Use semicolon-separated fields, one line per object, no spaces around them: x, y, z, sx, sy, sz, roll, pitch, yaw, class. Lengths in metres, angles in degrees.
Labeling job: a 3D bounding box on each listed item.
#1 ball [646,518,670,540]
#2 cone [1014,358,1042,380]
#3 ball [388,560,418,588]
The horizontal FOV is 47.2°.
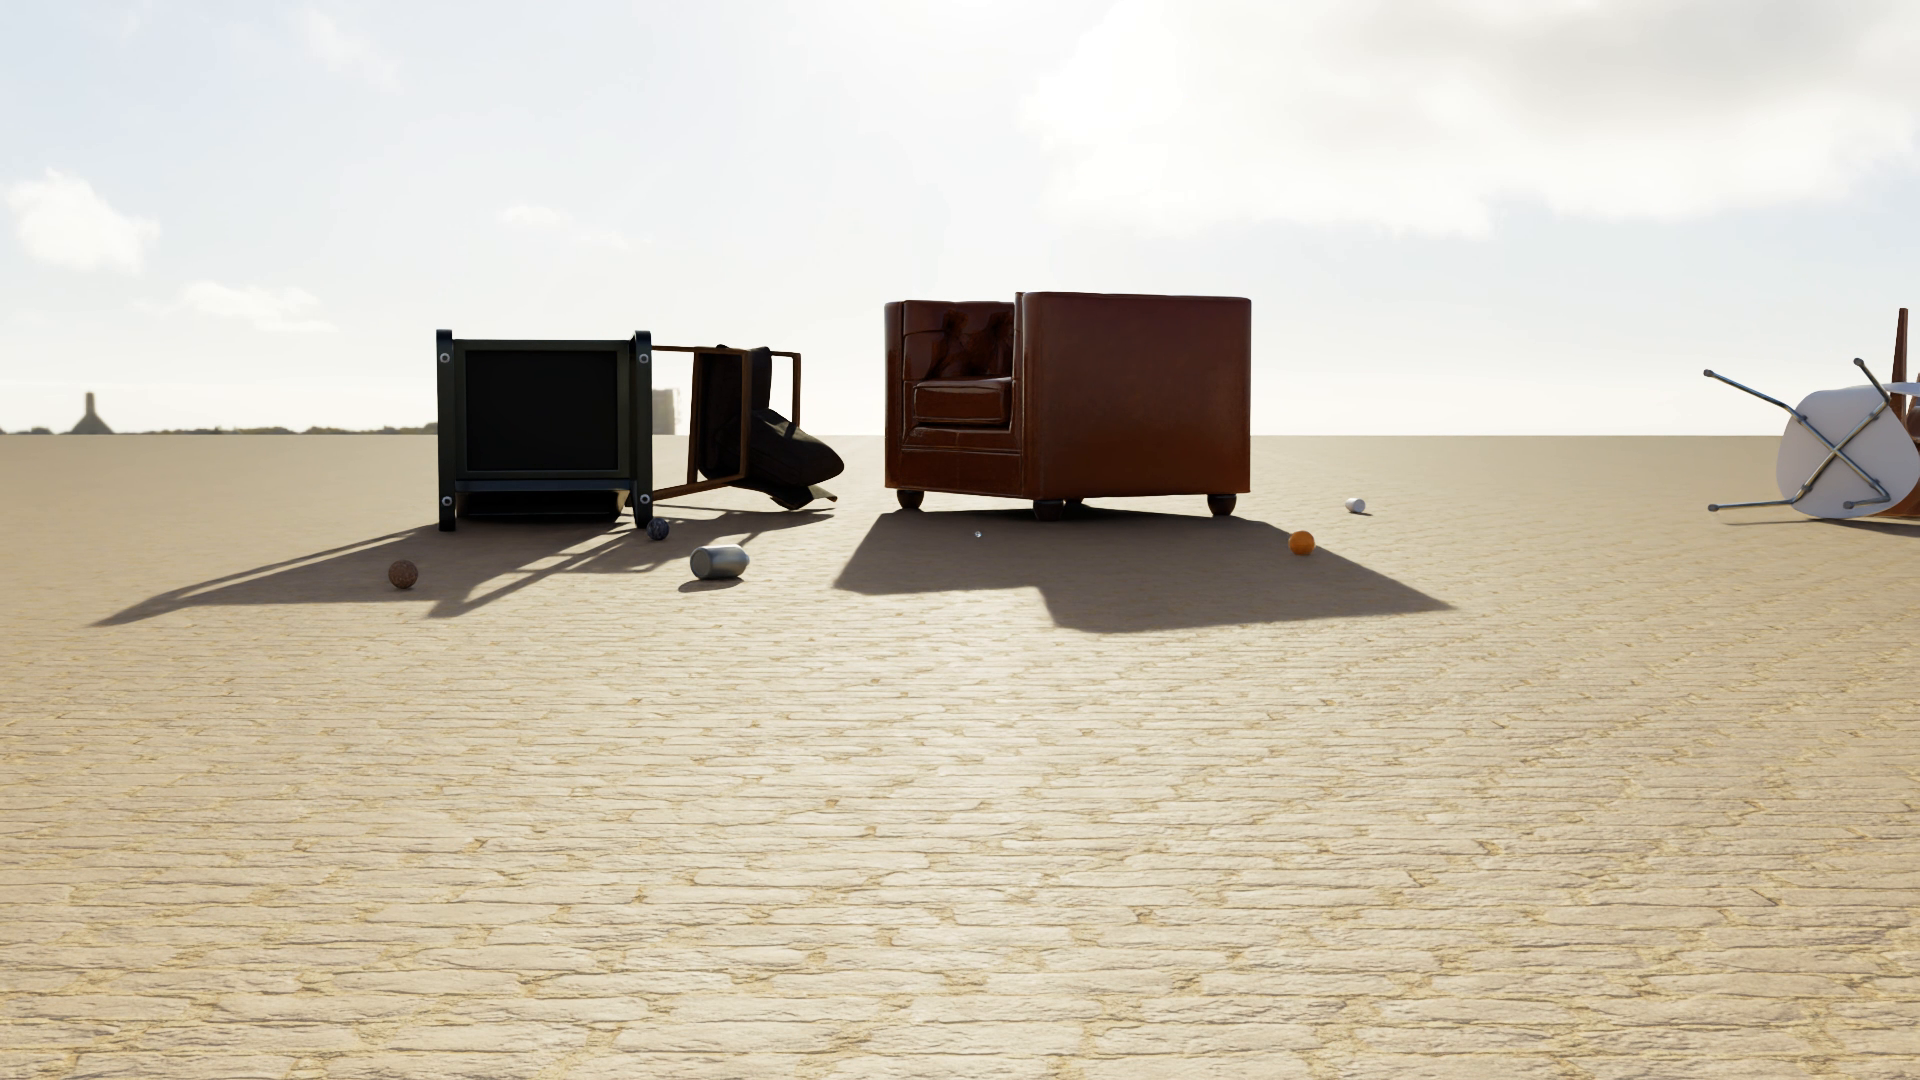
-0.896;-0.032;6.527;0.067;0.067;0.067;0;4;0;ball
0.275;-0.665;8.308;0.082;0.075;0.140;42;44;16;cone
-1.254;0.077;4.953;0.065;0.065;0.065;0;4;0;ball
